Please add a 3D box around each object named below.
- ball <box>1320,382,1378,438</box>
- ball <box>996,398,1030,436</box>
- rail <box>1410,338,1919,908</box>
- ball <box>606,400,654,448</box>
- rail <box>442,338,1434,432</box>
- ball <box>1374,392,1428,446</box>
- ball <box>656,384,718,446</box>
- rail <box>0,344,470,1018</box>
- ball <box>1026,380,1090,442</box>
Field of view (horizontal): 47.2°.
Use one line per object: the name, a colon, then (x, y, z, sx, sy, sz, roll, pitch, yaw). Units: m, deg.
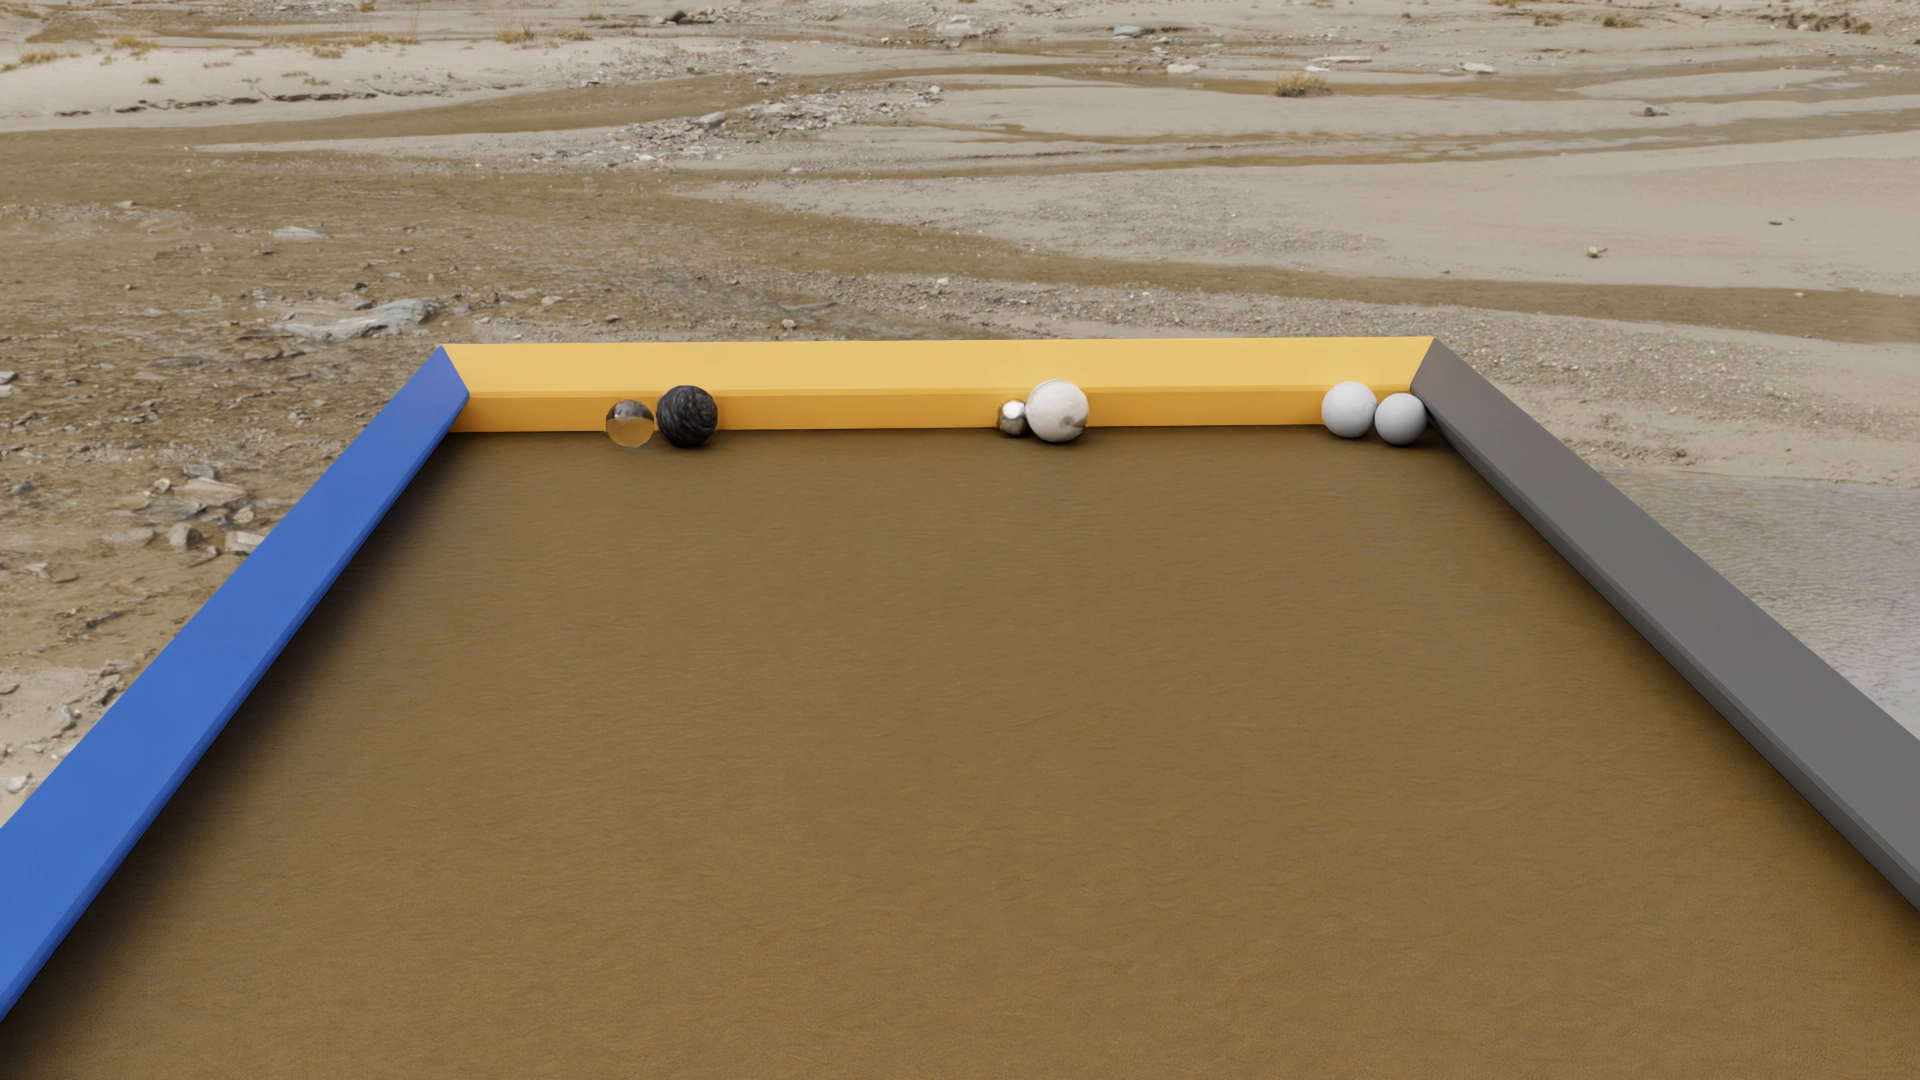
ball: (0.567, -0.190, 3.199, 0.083, 0.083, 0.083, 0, 17, 0)
ball: (0.079, -0.179, 3.211, 0.055, 0.055, 0.055, 0, 17, 0)
rail: (0.734, 0.171, 1.933, 0.045, 0.130, 2.807, -1, 17, -2)
ball: (-0.472, -0.166, 3.145, 0.070, 0.070, 0.070, 0, 17, 0)
rail: (-0.025, -0.224, 3.226, 1.463, 0.130, 0.045, -1, 17, -2)
ball: (0.634, -0.174, 3.158, 0.076, 0.076, 0.076, 0, 17, 0)
ball: (-0.391, -0.178, 3.152, 0.088, 0.088, 0.088, 0, 17, 0)
rail: (-0.681, 0.186, 1.882, 0.045, 0.130, 2.807, -1, 17, -2)
ball: (0.141, -0.186, 3.172, 0.092, 0.092, 0.092, 0, 17, 0)
